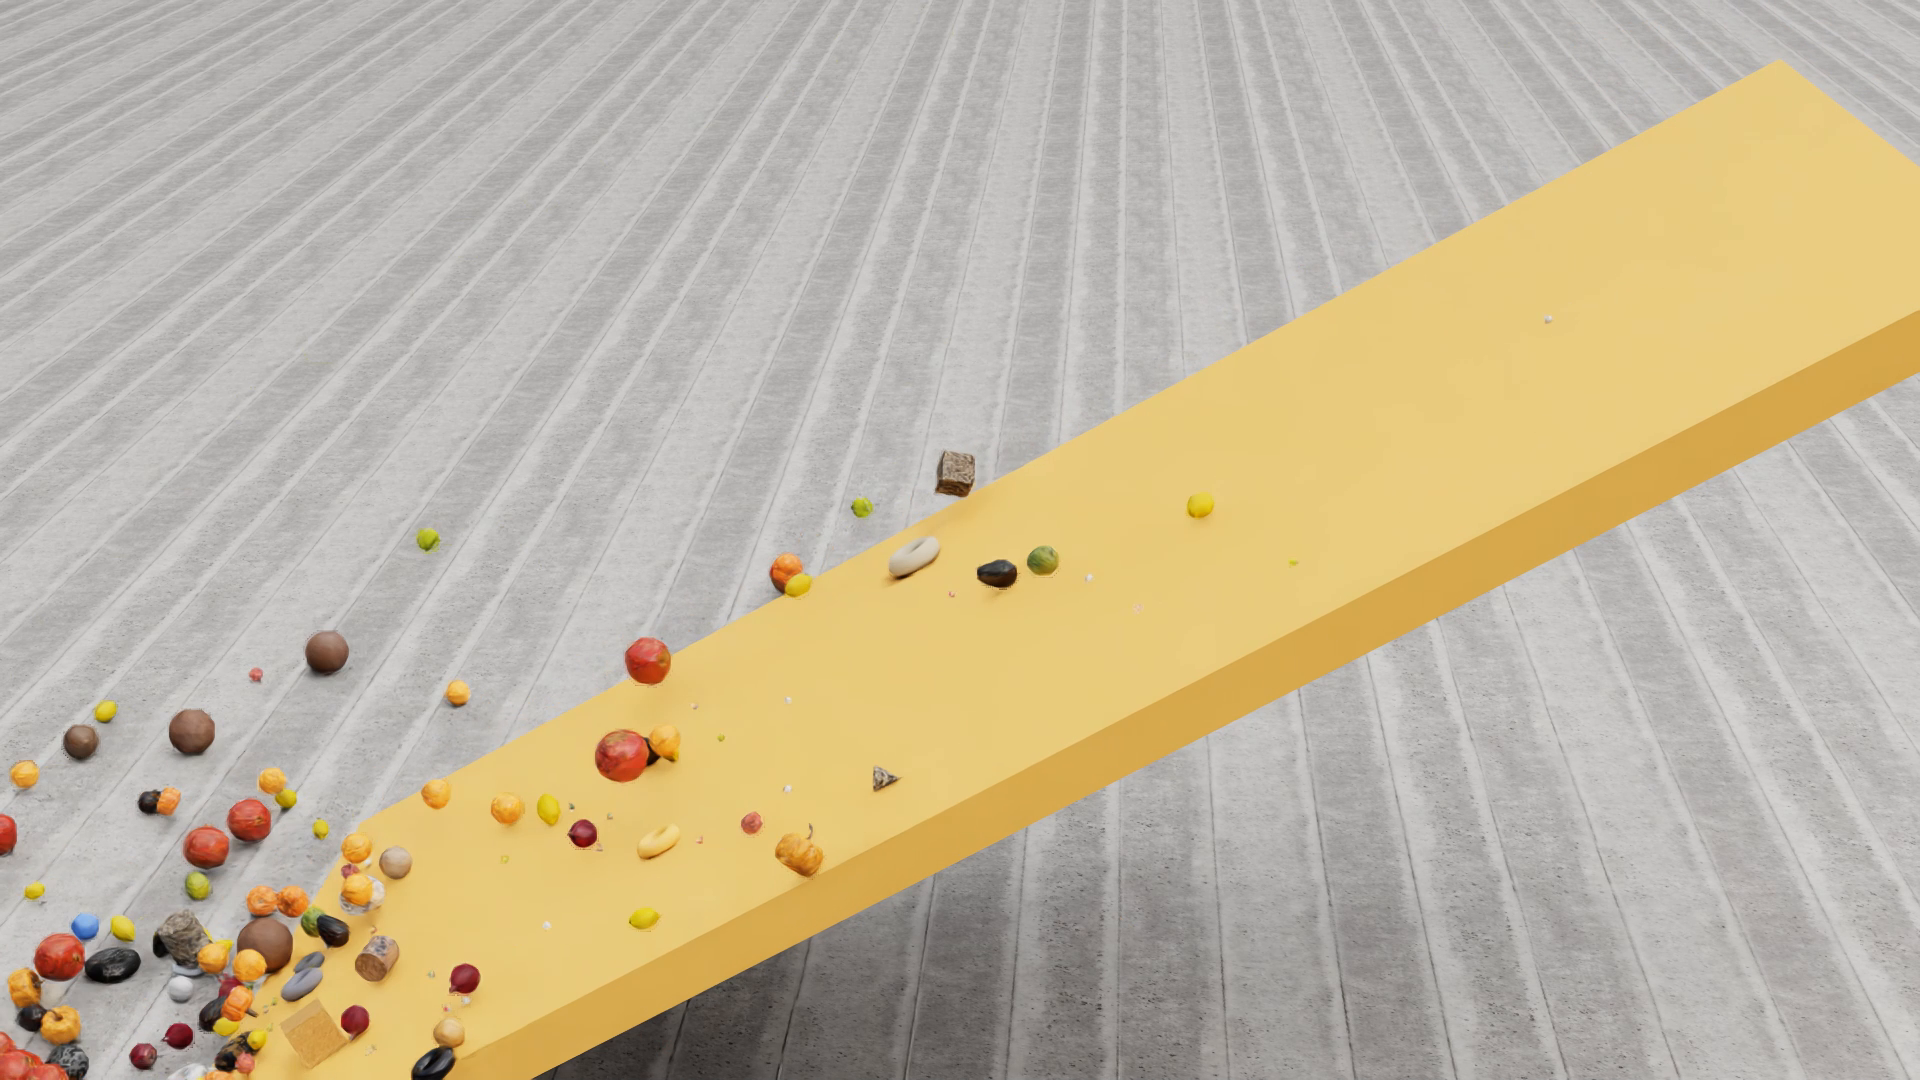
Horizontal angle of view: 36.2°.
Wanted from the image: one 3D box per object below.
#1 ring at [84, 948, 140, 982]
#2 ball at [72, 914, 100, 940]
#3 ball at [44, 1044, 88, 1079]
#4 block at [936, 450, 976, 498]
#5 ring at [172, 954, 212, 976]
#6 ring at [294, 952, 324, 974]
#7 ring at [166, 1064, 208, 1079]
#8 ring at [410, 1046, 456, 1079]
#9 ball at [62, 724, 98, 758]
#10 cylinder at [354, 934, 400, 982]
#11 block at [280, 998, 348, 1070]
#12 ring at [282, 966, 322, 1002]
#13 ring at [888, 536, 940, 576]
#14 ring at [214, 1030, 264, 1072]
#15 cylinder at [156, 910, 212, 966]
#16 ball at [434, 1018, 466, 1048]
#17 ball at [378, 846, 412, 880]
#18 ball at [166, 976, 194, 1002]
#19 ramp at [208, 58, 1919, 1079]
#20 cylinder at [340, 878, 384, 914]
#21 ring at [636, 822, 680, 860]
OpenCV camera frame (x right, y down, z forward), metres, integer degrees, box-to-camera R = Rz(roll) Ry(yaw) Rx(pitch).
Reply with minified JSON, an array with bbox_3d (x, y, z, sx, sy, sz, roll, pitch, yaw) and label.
[{"bbox_3d":[-2.017,1.011,7.000,0.131,0.044,0.131,-3,19,1],"label":"ring"},{"bbox_3d":[-2.133,0.943,7.173,0.065,0.065,0.065,0,19,0],"label":"ball"},{"bbox_3d":[-1.969,1.158,6.484,0.093,0.093,0.093,0,19,0],"label":"ball"},{"bbox_3d":[-0.010,-0.160,7.139,0.079,0.079,0.079,9,-27,-9],"label":"block"},{"bbox_3d":[-1.833,1.009,7.015,0.094,0.031,0.094,-4,26,2],"label":"ring"},{"bbox_3d":[-1.473,0.960,6.656,0.077,0.026,0.077,-29,16,9],"label":"ring"},{"bbox_3d":[-1.672,1.174,6.313,0.131,0.044,0.131,-29,16,9],"label":"ring"},{"bbox_3d":[-0.996,0.995,5.563,0.098,0.033,0.098,-28,21,12],"label":"ring"},{"bbox_3d":[-2.467,0.566,8.249,0.096,0.096,0.096,0,19,0],"label":"ball"},{"bbox_3d":[-1.244,0.893,6.277,0.073,0.073,0.073,5,27,13],"label":"cylinder"},{"bbox_3d":[-1.329,1.015,6.045,0.092,0.092,0.092,-35,15,-13],"label":"block"},{"bbox_3d":[-1.461,0.986,6.529,0.103,0.034,0.103,-30,15,9],"label":"ring"},{"bbox_3d":[-0.108,0.038,6.934,0.136,0.045,0.136,-28,15,8],"label":"ring"},{"bbox_3d":[-1.550,1.099,6.323,0.116,0.039,0.116,-30,15,9],"label":"ring"},{"bbox_3d":[-1.840,0.944,6.981,0.094,0.094,0.094,-20,25,10],"label":"cylinder"},{"bbox_3d":[-0.978,0.945,5.636,0.060,0.060,0.060,0,19,0],"label":"ball"},{"bbox_3d":[-1.329,0.760,6.928,0.078,0.078,0.078,0,19,0],"label":"ball"},{"bbox_3d":[-1.821,1.047,6.868,0.059,0.059,0.059,0,19,0],"label":"ball"},{"bbox_3d":[0.142,0.168,6.285,4.000,0.100,2.000,-28,15,12],"label":"ramp"},{"bbox_3d":[-1.374,0.818,6.756,0.080,0.080,0.080,2,-3,7],"label":"cylinder"},{"bbox_3d":[-0.621,0.619,6.053,0.101,0.034,0.101,-29,16,9],"label":"ring"}]
